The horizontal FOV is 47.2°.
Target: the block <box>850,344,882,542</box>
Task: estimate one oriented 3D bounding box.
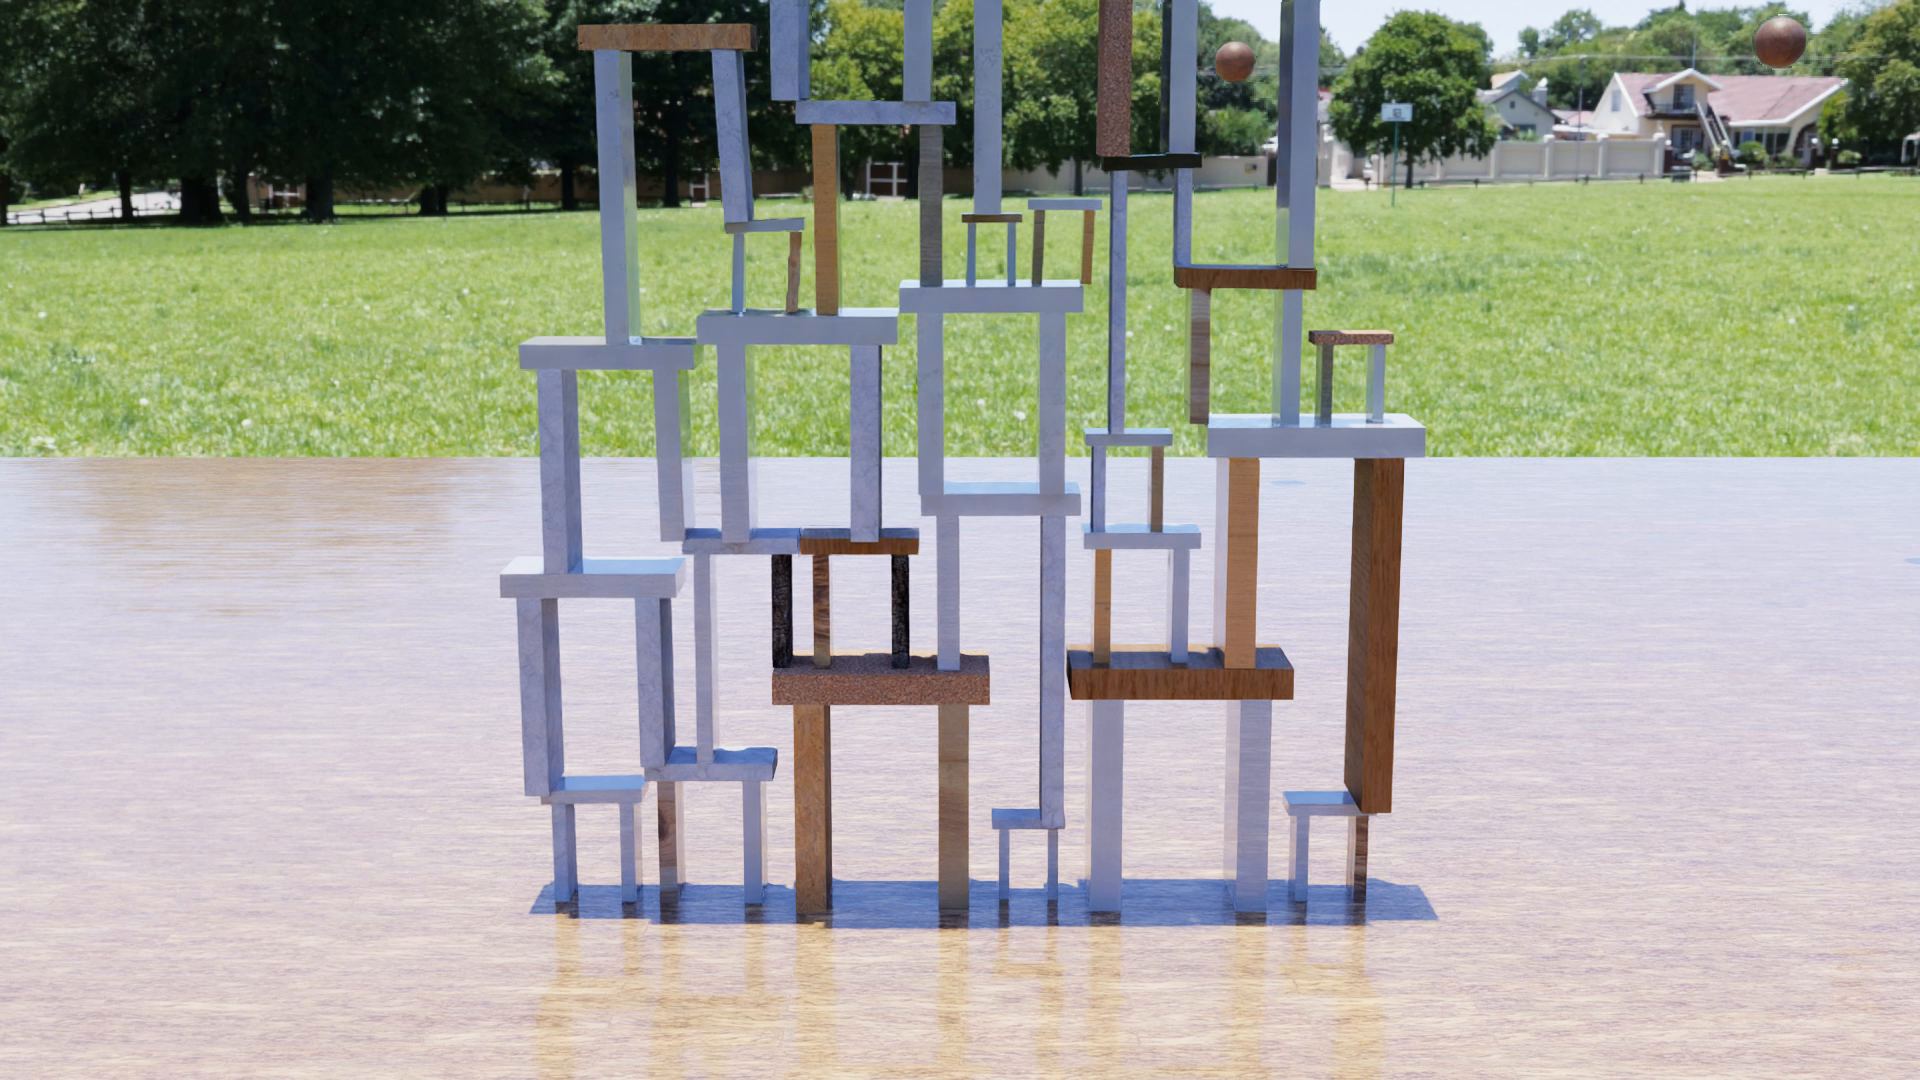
[{"bbox_3d":[-0.149,-0.164,3.522,0.044,0.311,0.156,0,11,0],"label":"block"}]

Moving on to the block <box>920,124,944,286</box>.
[{"bbox_3d":[-0.044,-0.528,3.462,0.035,0.247,0.123,0,11,0],"label":"block"}]

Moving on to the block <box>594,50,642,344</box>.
[{"bbox_3d":[-0.537,-0.538,3.454,0.037,0.449,0.131,-1,11,0],"label":"block"}]

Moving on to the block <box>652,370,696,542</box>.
[{"bbox_3d":[-0.458,-0.145,3.530,0.039,0.273,0.136,-1,11,0],"label":"block"}]

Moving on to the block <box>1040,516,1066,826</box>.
[{"bbox_3d":[0.150,0.203,3.594,0.036,0.514,0.127,0,11,0],"label":"block"}]

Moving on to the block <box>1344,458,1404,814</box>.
[{"bbox_3d":[0.673,0.141,3.585,0.048,0.580,0.170,0,11,0],"label":"block"}]

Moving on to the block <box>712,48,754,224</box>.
[{"bbox_3d":[-0.355,-0.632,3.447,0.037,0.262,0.131,-3,10,0],"label":"block"}]

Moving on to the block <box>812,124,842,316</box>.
[{"bbox_3d":[-0.208,-0.506,3.465,0.035,0.293,0.123,-1,11,0],"label":"block"}]

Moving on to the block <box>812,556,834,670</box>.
[{"bbox_3d":[-0.223,0.107,3.574,0.027,0.188,0.094,0,11,0],"label":"block"}]

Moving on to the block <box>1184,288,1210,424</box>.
[{"bbox_3d":[0.377,-0.297,3.499,0.030,0.213,0.107,0,10,1],"label":"block"}]

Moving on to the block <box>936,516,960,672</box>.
[{"bbox_3d":[-0.019,0.075,3.571,0.036,0.254,0.127,0,11,0],"label":"block"}]

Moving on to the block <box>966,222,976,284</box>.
[{"bbox_3d":[0.018,-0.454,3.476,0.014,0.095,0.048,1,11,0],"label":"block"}]

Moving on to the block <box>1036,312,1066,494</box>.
[{"bbox_3d":[0.145,-0.226,3.511,0.041,0.286,0.143,0,11,0],"label":"block"}]

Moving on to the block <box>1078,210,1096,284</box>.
[{"bbox_3d":[0.200,-0.463,3.466,0.016,0.115,0.058,3,11,0],"label":"block"}]

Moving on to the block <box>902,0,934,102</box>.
[{"bbox_3d":[-0.062,-0.830,3.400,0.042,0.298,0.149,1,11,1],"label":"block"}]

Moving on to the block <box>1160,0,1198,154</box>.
[{"bbox_3d":[0.340,-0.744,3.421,0.040,0.279,0.139,0,11,-1],"label":"block"}]

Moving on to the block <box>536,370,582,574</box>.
[{"bbox_3d":[-0.642,-0.119,3.535,0.039,0.326,0.136,0,11,0],"label":"block"}]

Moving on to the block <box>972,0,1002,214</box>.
[{"bbox_3d":[0.042,-0.704,3.429,0.042,0.385,0.148,0,10,0],"label":"block"}]

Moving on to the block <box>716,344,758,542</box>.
[{"bbox_3d":[-0.355,-0.164,3.522,0.044,0.312,0.156,0,11,0],"label":"block"}]

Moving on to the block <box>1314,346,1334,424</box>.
[{"bbox_3d":[0.581,-0.252,3.507,0.018,0.124,0.062,0,10,1],"label":"block"}]

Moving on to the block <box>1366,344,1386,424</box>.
[{"bbox_3d":[0.663,-0.252,3.509,0.018,0.124,0.062,0,10,0],"label":"block"}]

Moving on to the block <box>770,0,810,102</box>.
[{"bbox_3d":[-0.263,-0.832,3.408,0.042,0.298,0.149,1,10,3],"label":"block"}]

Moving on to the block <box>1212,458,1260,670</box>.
[{"bbox_3d":[0.447,0.023,3.565,0.048,0.340,0.170,0,11,0],"label":"block"}]

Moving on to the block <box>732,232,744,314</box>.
[{"bbox_3d":[-0.351,-0.423,3.476,0.018,0.124,0.062,1,10,-6],"label":"block"}]

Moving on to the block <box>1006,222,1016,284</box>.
[{"bbox_3d":[0.081,-0.454,3.475,0.014,0.095,0.048,0,10,0],"label":"block"}]

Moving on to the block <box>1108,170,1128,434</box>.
[{"bbox_3d":[0.249,-0.377,3.488,0.022,0.412,0.076,0,10,0],"label":"block"}]

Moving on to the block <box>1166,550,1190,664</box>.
[{"bbox_3d":[0.354,0.098,3.580,0.027,0.187,0.094,0,11,0],"label":"block"}]

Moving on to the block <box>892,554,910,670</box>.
[{"bbox_3d":[-0.097,0.107,3.574,0.027,0.188,0.094,0,11,0],"label":"block"}]

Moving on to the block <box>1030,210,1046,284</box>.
[{"bbox_3d":[0.123,-0.463,3.466,0.016,0.115,0.058,2,11,0],"label":"block"}]

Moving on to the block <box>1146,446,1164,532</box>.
[{"bbox_3d":[0.315,-0.088,3.544,0.020,0.139,0.069,0,10,0],"label":"block"}]

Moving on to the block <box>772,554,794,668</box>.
[{"bbox_3d":[-0.289,0.106,3.581,0.027,0.187,0.094,0,11,0],"label":"block"}]

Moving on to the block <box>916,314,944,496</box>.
[{"bbox_3d":[-0.046,-0.225,3.512,0.041,0.286,0.143,0,11,0],"label":"block"}]

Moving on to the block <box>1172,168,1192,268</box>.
[{"bbox_3d":[0.350,-0.509,3.463,0.022,0.152,0.076,0,11,0],"label":"block"}]

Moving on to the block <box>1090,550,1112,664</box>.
[{"bbox_3d":[0.229,0.098,3.580,0.027,0.187,0.094,0,11,0],"label":"block"}]

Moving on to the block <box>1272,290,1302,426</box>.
[{"bbox_3d":[0.520,-0.296,3.497,0.030,0.213,0.107,0,11,1],"label":"block"}]

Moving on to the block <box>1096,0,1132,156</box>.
[{"bbox_3d":[0.241,-0.749,3.425,0.042,0.297,0.148,0,11,0],"label":"block"}]

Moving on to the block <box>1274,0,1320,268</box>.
[{"bbox_3d":[0.527,-0.657,3.437,0.040,0.453,0.140,0,11,0],"label":"block"}]

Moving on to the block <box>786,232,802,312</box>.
[{"bbox_3d":[-0.264,-0.426,3.488,0.018,0.124,0.062,3,10,-5],"label":"block"}]

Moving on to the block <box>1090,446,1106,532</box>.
[{"bbox_3d":[0.222,-0.088,3.544,0.020,0.139,0.069,0,11,0],"label":"block"}]
